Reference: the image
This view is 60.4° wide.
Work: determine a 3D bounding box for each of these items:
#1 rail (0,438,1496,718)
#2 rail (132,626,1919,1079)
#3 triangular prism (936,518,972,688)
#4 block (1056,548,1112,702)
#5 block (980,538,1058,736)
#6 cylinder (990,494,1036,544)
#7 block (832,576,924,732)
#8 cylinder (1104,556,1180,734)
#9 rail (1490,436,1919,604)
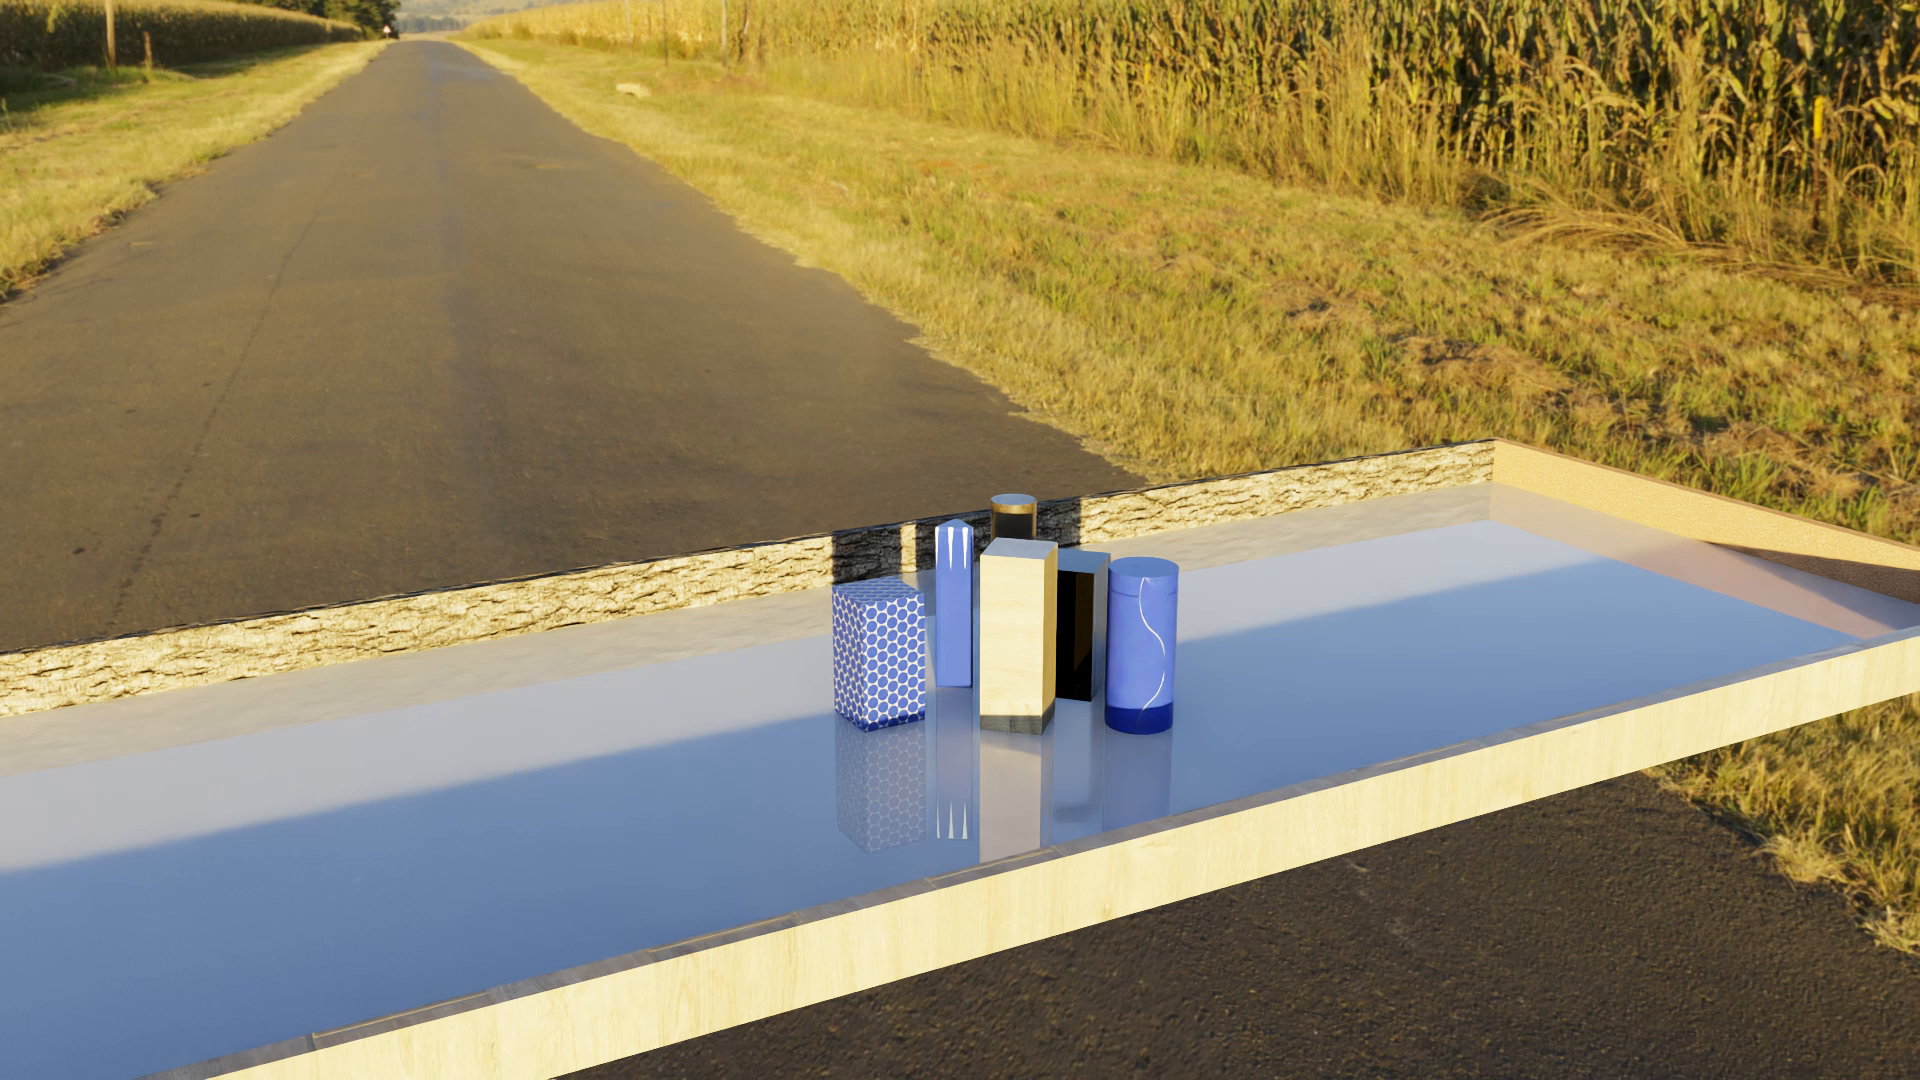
[{"bbox_3d":[-3.305,0.497,3.399,12.000,0.150,0.050,-9,18,-27],"label":"rail"},{"bbox_3d":[-2.336,1.006,1.665,12.000,0.150,0.050,-9,18,-27],"label":"rail"},{"bbox_3d":[-0.011,0.157,4.087,0.091,0.414,0.079,1,16,4],"label":"triangular prism"},{"bbox_3d":[0.263,0.205,4.074,0.176,0.328,0.176,5,17,18],"label":"block"},{"bbox_3d":[0.137,0.223,3.842,0.147,0.425,0.147,4,17,15],"label":"block"},{"bbox_3d":[0.141,0.083,4.371,0.119,0.395,0.119,0,16,0],"label":"cylinder"},{"bbox_3d":[-0.192,0.267,3.892,0.160,0.313,0.160,-9,19,-29],"label":"block"},{"bbox_3d":[0.422,0.245,3.844,0.163,0.382,0.163,0,16,0],"label":"cylinder"},{"bbox_3d":[2.466,-0.048,5.253,0.050,0.150,2.100,-9,18,-27],"label":"rail"}]
